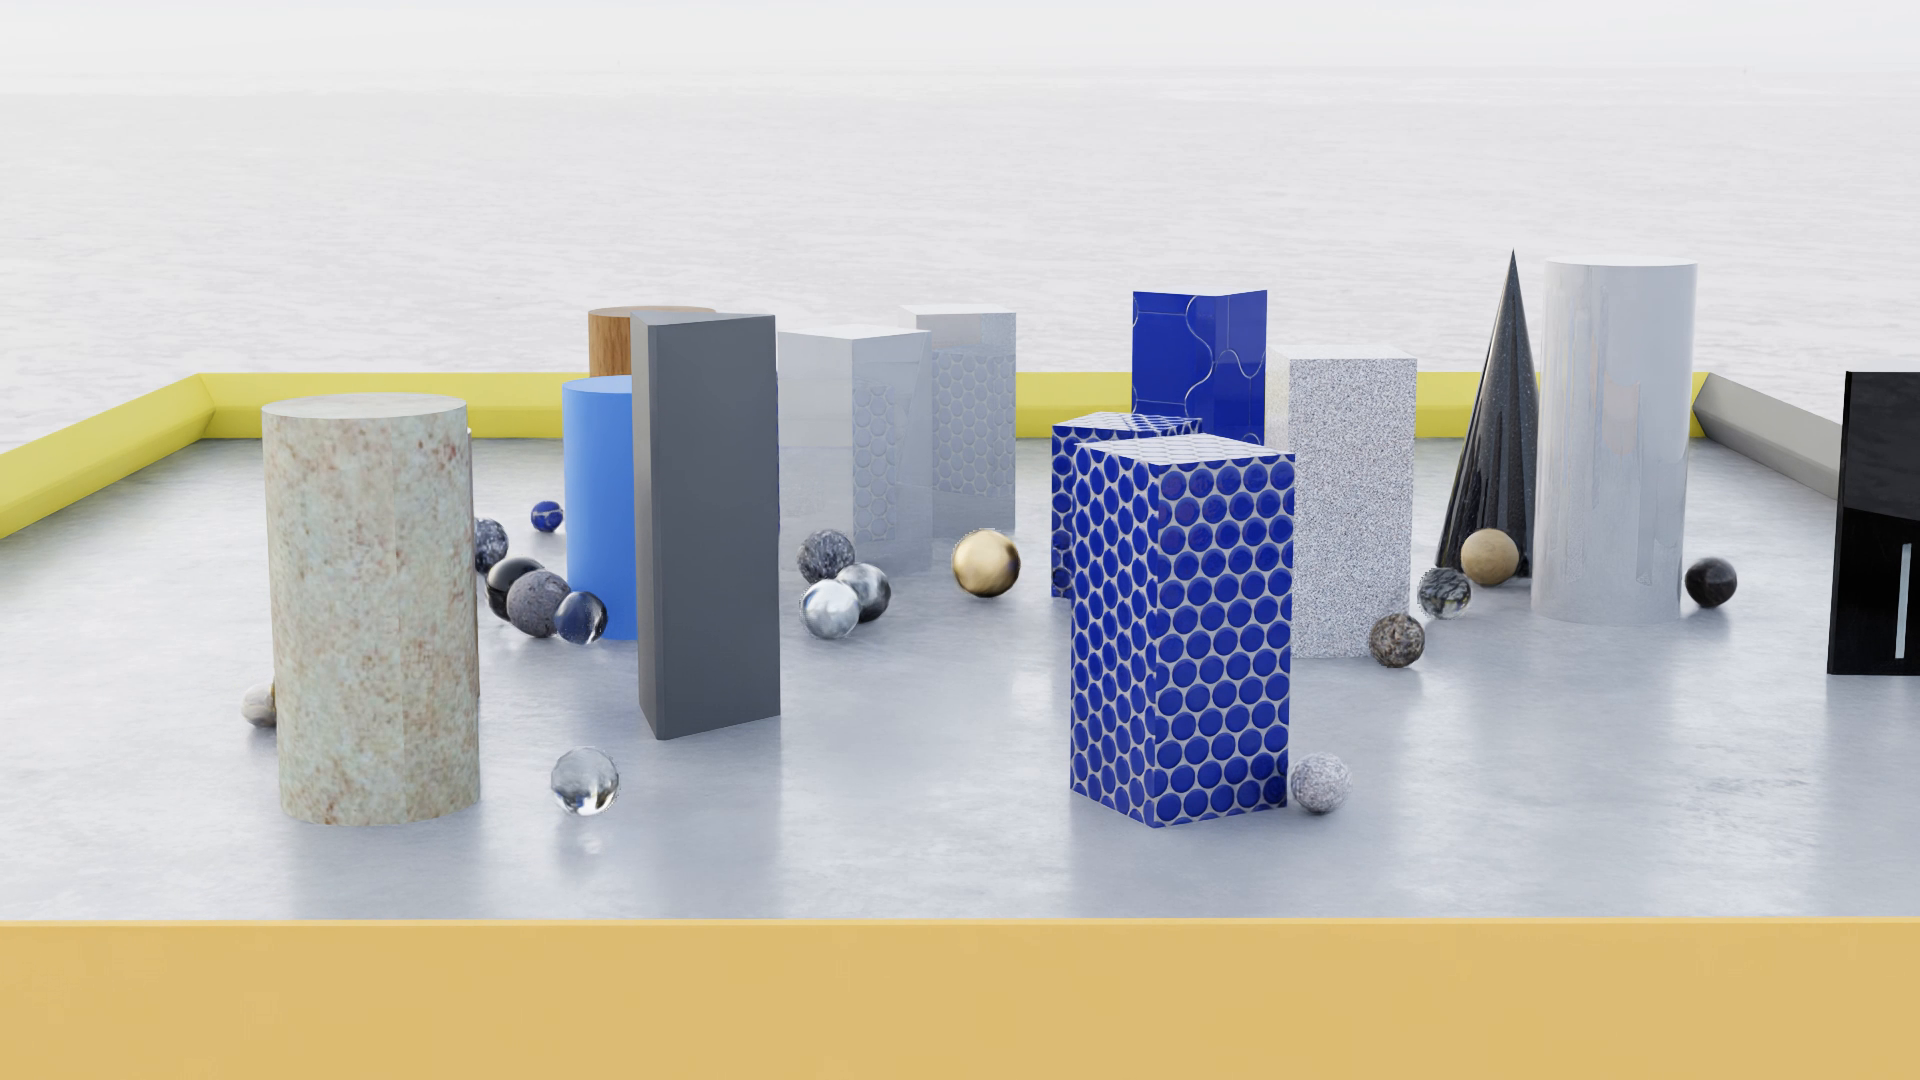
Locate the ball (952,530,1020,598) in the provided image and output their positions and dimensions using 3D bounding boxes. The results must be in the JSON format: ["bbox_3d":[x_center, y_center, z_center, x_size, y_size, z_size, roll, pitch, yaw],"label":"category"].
[{"bbox_3d":[0.037,0.033,3.545,0.094,0.094,0.094,0,11,0],"label":"ball"}]

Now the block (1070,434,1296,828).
[{"bbox_3d":[0.219,0.085,2.550,0.157,0.355,0.157,-6,12,-28],"label":"block"}]

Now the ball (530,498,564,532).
[{"bbox_3d":[-0.652,-0.039,4.046,0.053,0.053,0.053,0,11,0],"label":"ball"}]

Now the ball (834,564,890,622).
[{"bbox_3d":[-0.131,0.070,3.388,0.079,0.079,0.079,0,11,0],"label":"ball"}]

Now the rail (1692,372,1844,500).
[{"bbox_3d":[1.467,0.031,3.457,0.045,0.128,3.293,0,11,0],"label":"rail"}]

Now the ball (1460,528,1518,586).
[{"bbox_3d":[0.748,0.024,3.627,0.082,0.082,0.082,0,11,0],"label":"ball"}]

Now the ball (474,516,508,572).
[{"bbox_3d":[-0.697,0.006,3.732,0.080,0.080,0.080,0,11,0],"label":"ball"}]

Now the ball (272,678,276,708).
[{"bbox_3d":[-0.707,0.165,2.823,0.098,0.098,0.098,0,11,0],"label":"ball"}]

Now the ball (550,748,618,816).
[{"bbox_3d":[-0.369,0.237,2.518,0.067,0.067,0.067,0,11,0],"label":"ball"}]

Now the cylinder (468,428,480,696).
[{"bbox_3d":[-0.659,0.030,2.963,0.196,0.311,0.196,0,11,0],"label":"cylinder"}]

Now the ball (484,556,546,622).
[{"bbox_3d":[-0.583,0.065,3.387,0.089,0.089,0.089,0,11,0],"label":"ball"}]

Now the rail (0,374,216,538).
[{"bbox_3d":[-1.467,0.034,3.441,0.045,0.128,3.293,0,11,0],"label":"rail"}]

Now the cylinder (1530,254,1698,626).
[{"bbox_3d":[0.871,-0.137,3.423,0.196,0.472,0.196,0,11,0],"label":"cylinder"}]

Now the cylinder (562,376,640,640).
[{"bbox_3d":[-0.418,-0.046,3.357,0.196,0.318,0.196,0,11,0],"label":"cylinder"}]

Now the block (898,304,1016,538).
[{"bbox_3d":[-0.006,-0.191,4.052,0.157,0.349,0.157,-2,11,-11],"label":"block"}]

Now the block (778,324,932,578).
[{"bbox_3d":[-0.151,-0.129,3.719,0.157,0.349,0.157,10,15,44],"label":"block"}]

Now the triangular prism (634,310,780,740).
[{"bbox_3d":[-0.316,-0.025,2.870,0.170,0.454,0.147,-10,14,-43],"label":"triangular prism"}]

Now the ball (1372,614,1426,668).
[{"bbox_3d":[0.536,0.123,3.141,0.066,0.066,0.066,0,11,0],"label":"ball"}]

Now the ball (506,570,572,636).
[{"bbox_3d":[-0.541,0.082,3.305,0.086,0.086,0.086,0,11,0],"label":"ball"}]

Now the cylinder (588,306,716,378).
[{"bbox_3d":[-0.475,-0.180,3.986,0.196,0.352,0.196,0,11,0],"label":"cylinder"}]

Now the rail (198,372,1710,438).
[{"bbox_3d":[-0.009,-0.263,5.045,2.982,0.128,0.045,0,11,0],"label":"rail"}]

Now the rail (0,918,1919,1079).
[{"bbox_3d":[0.009,0.329,1.853,2.982,0.128,0.045,0,11,0],"label":"rail"}]

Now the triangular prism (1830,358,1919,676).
[{"bbox_3d":[1.140,-0.031,3.140,0.170,0.369,0.147,1,11,3],"label":"triangular prism"}]

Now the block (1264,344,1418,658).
[{"bbox_3d":[0.475,-0.052,3.236,0.157,0.373,0.157,-1,11,-3],"label":"block"}]

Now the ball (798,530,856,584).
[{"bbox_3d":[-0.188,0.027,3.614,0.082,0.082,0.082,0,11,0],"label":"ball"}]

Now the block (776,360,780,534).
[{"bbox_3d":[-0.249,-0.148,4.072,0.157,0.258,0.157,5,11,24],"label":"block"}]

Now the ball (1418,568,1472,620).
[{"bbox_3d":[0.644,0.071,3.407,0.069,0.069,0.069,0,11,0],"label":"ball"}]

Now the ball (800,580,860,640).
[{"bbox_3d":[-0.167,0.089,3.291,0.077,0.077,0.077,0,11,0],"label":"ball"}]

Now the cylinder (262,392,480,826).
[{"bbox_3d":[-0.582,0.064,2.545,0.196,0.398,0.196,0,11,0],"label":"cylinder"}]

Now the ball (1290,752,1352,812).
[{"bbox_3d":[0.356,0.239,2.529,0.060,0.060,0.060,0,11,0],"label":"ball"}]

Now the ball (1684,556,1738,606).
[{"bbox_3d":[1.022,0.056,3.490,0.069,0.069,0.069,0,11,0],"label":"ball"}]

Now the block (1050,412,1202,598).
[{"bbox_3d":[0.232,-0.045,3.568,0.157,0.240,0.157,5,12,27],"label":"block"}]

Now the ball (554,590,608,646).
[{"bbox_3d":[-0.481,0.099,3.259,0.069,0.069,0.069,0,11,0],"label":"ball"}]

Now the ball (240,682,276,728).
[{"bbox_3d":[-0.775,0.184,2.855,0.050,0.050,0.050,0,11,0],"label":"ball"}]

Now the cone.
[{"bbox_3d":[0.797,-0.193,3.739,0.196,0.468,0.196,0,11,0],"label":"cone"}]

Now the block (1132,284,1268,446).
[{"bbox_3d":[0.389,-0.224,4.181,0.157,0.367,0.157,8,13,37],"label":"block"}]
